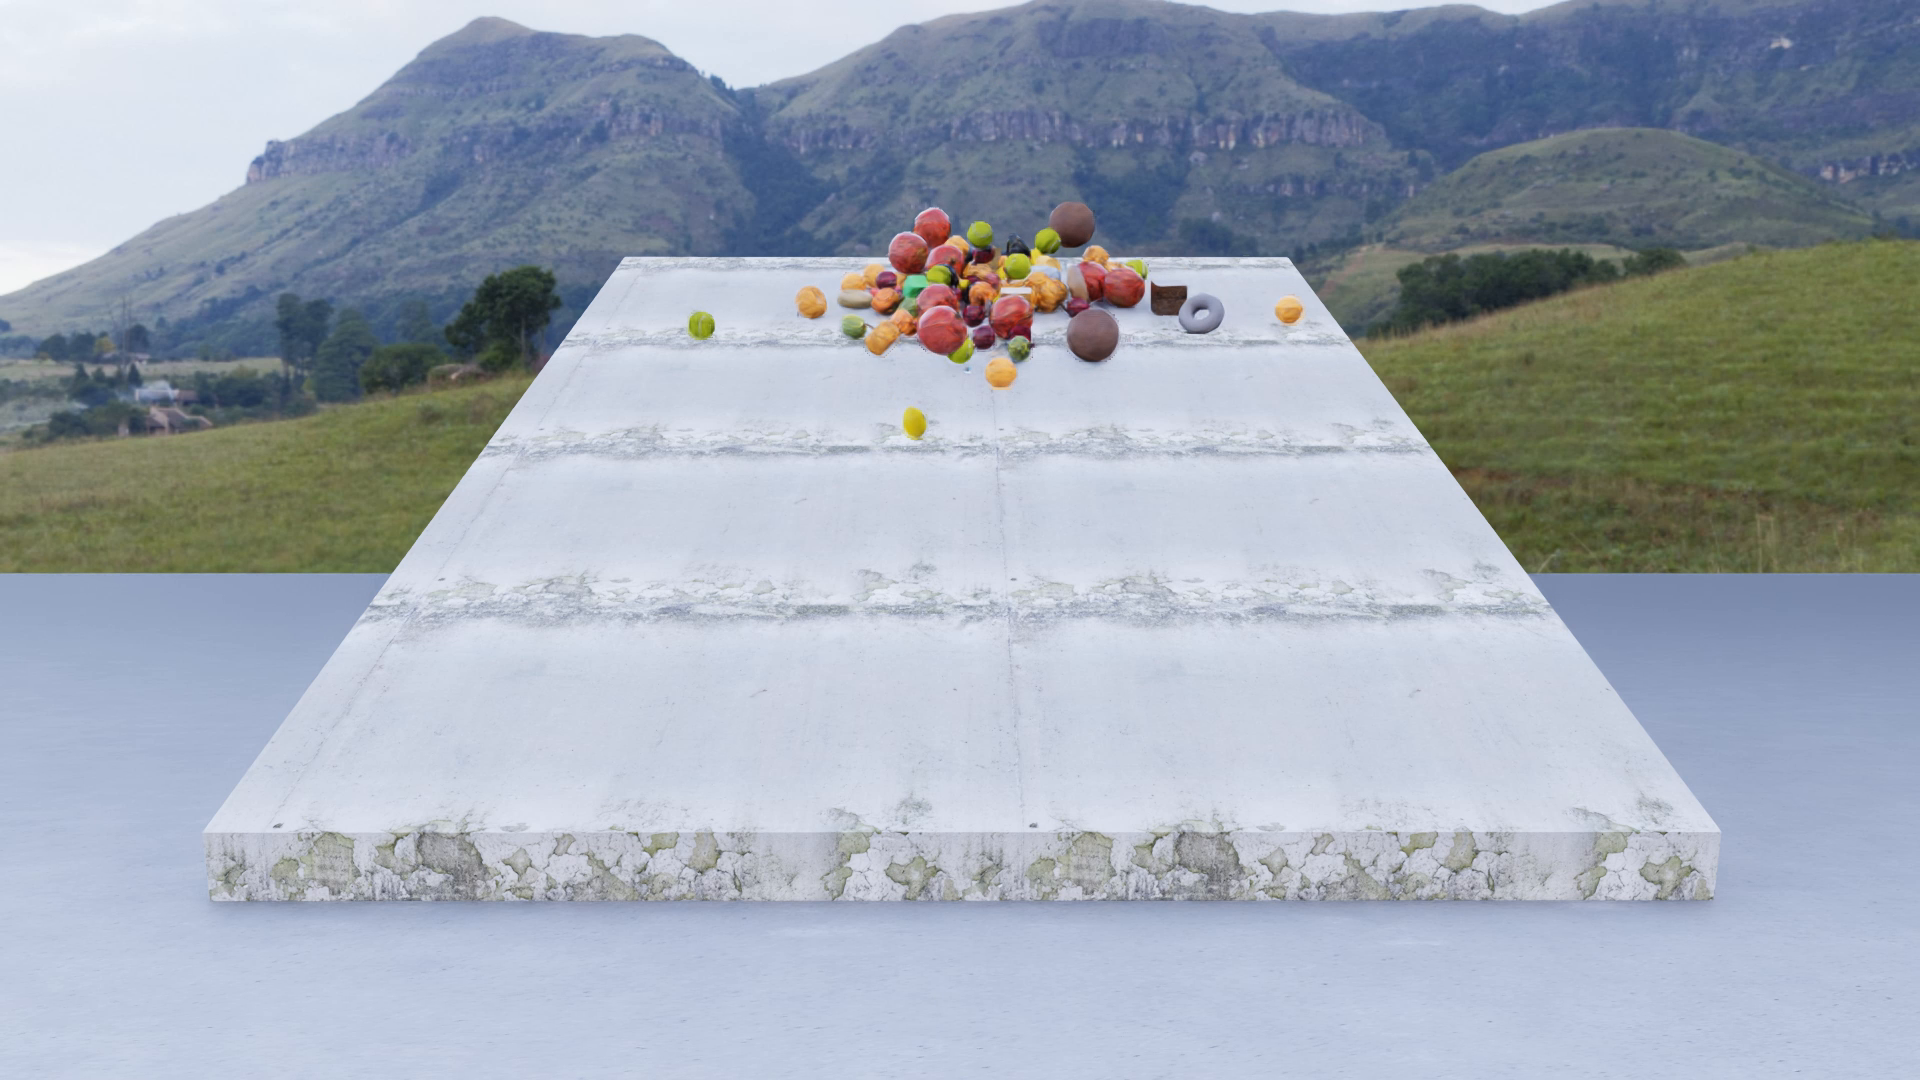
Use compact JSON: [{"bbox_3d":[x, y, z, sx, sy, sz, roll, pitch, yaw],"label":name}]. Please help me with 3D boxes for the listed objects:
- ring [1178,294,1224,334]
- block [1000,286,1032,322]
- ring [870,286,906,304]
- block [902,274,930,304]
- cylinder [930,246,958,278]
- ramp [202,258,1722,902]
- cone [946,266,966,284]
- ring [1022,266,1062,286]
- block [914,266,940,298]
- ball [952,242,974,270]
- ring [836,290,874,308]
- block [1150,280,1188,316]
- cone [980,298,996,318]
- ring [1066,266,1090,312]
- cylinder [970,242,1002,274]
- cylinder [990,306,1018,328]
[{"bbox_3d":[0.623,-0.583,5.771,0.120,0.120,0.040,0,-31,20],"label":"ring"},{"bbox_3d":[0.148,-0.621,5.907,0.080,0.080,0.080,0,18,0],"label":"block"},{"bbox_3d":[-0.190,-0.671,6.130,0.118,0.039,0.118,0,15,0],"label":"ring"},{"bbox_3d":[-0.117,-0.667,5.947,0.051,0.051,0.051,3,-46,-25],"label":"block"},{"bbox_3d":[-0.043,-0.801,6.453,0.077,0.077,0.077,-3,22,1],"label":"cylinder"},{"bbox_3d":[-0.004,-0.187,4.862,2.000,0.100,4.000,0,18,0],"label":"ramp"},{"bbox_3d":[-0.014,-0.739,6.342,0.058,0.058,0.058,0,39,12],"label":"cone"},{"bbox_3d":[0.232,-0.753,6.373,0.116,0.039,0.116,1,21,0],"label":"ring"},{"bbox_3d":[-0.098,-0.711,6.162,0.063,0.063,0.063,25,9,4],"label":"block"},{"bbox_3d":[0.004,-0.828,6.537,0.084,0.084,0.084,0,-1,0],"label":"ball"},{"bbox_3d":[-0.284,-0.655,6.078,0.105,0.035,0.105,4,18,-1],"label":"ring"},{"bbox_3d":[0.559,-0.649,5.992,0.081,0.081,0.081,-3,18,-9],"label":"block"},{"bbox_3d":[0.070,-0.598,5.893,0.054,0.054,0.054,-35,-13,18],"label":"cone"},{"bbox_3d":[0.316,-0.672,5.987,0.042,0.127,0.127,-17,-3,7],"label":"ring"},{"bbox_3d":[0.074,-0.797,6.345,0.076,0.076,0.076,12,6,-1],"label":"cylinder"},{"bbox_3d":[0.113,-0.579,5.821,0.054,0.054,0.054,12,6,33],"label":"cylinder"}]
